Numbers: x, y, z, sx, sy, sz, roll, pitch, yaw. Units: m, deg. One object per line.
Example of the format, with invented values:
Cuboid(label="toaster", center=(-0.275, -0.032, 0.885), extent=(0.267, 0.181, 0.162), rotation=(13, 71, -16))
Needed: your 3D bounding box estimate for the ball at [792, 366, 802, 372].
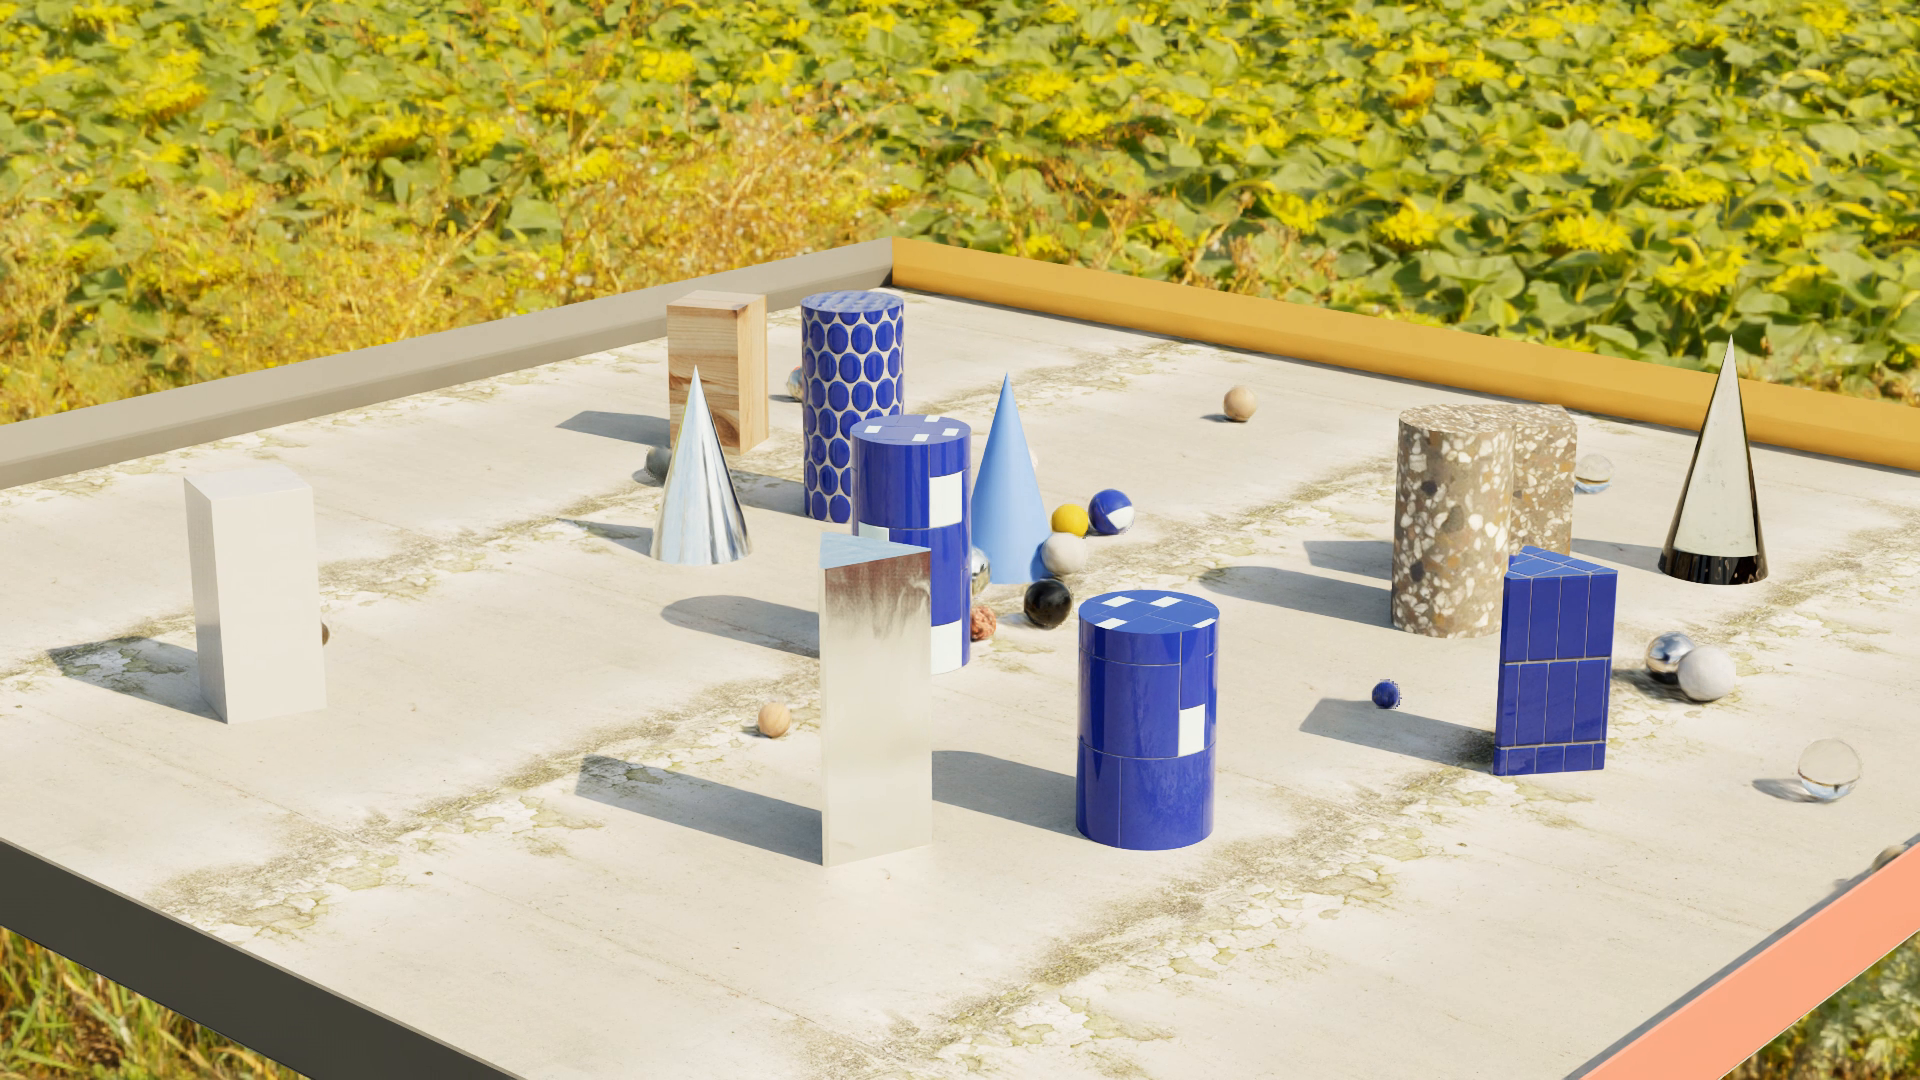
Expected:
Cuboid(label="ball", center=(-0.360, -0.369, 6.598), extent=(0.043, 0.043, 0.043), rotation=(0, 17, 0))

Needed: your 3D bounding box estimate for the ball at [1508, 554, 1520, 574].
Cuboid(label="ball", center=(0.948, 0.070, 5.057), extent=(0.091, 0.091, 0.091), rotation=(0, 17, 0))

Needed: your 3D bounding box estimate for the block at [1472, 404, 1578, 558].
Cuboid(label="block", center=(0.982, -0.069, 5.144), extent=(0.156, 0.308, 0.156), rotation=(0, 17, 1))

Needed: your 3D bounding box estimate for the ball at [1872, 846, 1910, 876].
Cuboid(label="ball", center=(1.241, 0.439, 3.876), extent=(0.068, 0.068, 0.068), rotation=(0, 17, 0))

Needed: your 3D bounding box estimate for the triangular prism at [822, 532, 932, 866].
Cuboid(label="triangular prism", center=(-0.148, 0.210, 4.017), extent=(0.169, 0.424, 0.146), rotation=(-10, 19, -30))

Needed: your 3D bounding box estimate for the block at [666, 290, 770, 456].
Cuboid(label="block", center=(-0.500, -0.347, 6.069), extent=(0.156, 0.306, 0.156), rotation=(6, 18, 18))

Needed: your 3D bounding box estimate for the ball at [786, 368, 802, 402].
Cuboid(label="ball", center=(-0.343, -0.342, 6.451), extent=(0.076, 0.076, 0.076), rotation=(0, 17, 0))

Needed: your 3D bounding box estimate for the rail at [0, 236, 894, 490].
Cuboid(label="rail", center=(-1.390, -0.317, 6.275), extent=(0.045, 0.126, 3.751), rotation=(14, 22, 39))

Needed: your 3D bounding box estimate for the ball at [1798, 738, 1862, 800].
Cuboid(label="ball", center=(1.247, 0.328, 4.207), extent=(0.088, 0.088, 0.088), rotation=(0, 17, 0))

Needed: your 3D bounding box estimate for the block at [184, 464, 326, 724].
Cuboid(label="block", center=(-1.095, 0.082, 4.556), extent=(0.156, 0.358, 0.156), rotation=(-9, 19, -28))

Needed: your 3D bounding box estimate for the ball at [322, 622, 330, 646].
Cuboid(label="ball", center=(-1.067, 0.156, 4.845), extent=(0.049, 0.049, 0.049), rotation=(0, 17, 0))

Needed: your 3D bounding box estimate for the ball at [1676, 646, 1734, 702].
Cuboid(label="ball", center=(1.169, 0.210, 4.599), extent=(0.088, 0.088, 0.088), rotation=(0, 17, 0))

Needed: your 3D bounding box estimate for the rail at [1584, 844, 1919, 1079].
Cuboid(label="rail", center=(1.390, 0.380, 3.965), extent=(0.045, 0.126, 3.751), rotation=(14, 22, 39))

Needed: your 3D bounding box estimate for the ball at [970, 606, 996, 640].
Cuboid(label="ball", center=(0.033, 0.139, 4.890), extent=(0.056, 0.056, 0.056), rotation=(0, 17, 0))

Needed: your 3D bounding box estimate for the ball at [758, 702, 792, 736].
Cuboid(label="ball", center=(-0.282, 0.272, 4.455), extent=(0.052, 0.052, 0.052), rotation=(0, 17, 0))

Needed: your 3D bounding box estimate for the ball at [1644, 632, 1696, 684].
Cuboid(label="ball", center=(1.135, 0.189, 4.675), extent=(0.085, 0.085, 0.085), rotation=(0, 17, 0))

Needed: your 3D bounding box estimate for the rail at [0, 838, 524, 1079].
Cuboid(label="rail", center=(-1.214, 0.436, 3.781), extent=(3.728, 0.126, 0.045), rotation=(14, 22, 39))

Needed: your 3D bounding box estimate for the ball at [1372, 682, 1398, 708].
Cuboid(label="ball", center=(0.664, 0.241, 4.574), extent=(0.042, 0.042, 0.042), rotation=(0, 17, 0))

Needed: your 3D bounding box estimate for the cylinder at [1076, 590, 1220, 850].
Cuboid(label="cylinder", center=(0.260, 0.249, 4.078), extent=(0.195, 0.315, 0.195), rotation=(0, 17, 0))

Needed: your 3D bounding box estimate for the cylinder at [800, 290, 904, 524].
Cuboid(label="cylinder", center=(-0.203, -0.254, 5.581), extent=(0.195, 0.409, 0.195), rotation=(0, 17, 0))

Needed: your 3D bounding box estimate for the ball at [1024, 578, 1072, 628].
Cuboid(label="ball", center=(0.148, 0.106, 4.951), extent=(0.083, 0.083, 0.083), rotation=(0, 17, 0))

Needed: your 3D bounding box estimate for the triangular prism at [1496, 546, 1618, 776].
Cuboid(label="triangular prism", center=(0.856, 0.175, 4.340), extent=(0.169, 0.305, 0.146), rotation=(-3, 17, -9))

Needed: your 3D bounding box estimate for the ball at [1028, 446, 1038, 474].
Cuboid(label="ball", center=(0.117, -0.152, 5.821), extent=(0.077, 0.077, 0.077), rotation=(0, 17, 0))

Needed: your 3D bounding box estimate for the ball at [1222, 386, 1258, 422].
Cuboid(label="ball", center=(0.600, -0.291, 6.284), extent=(0.074, 0.074, 0.074), rotation=(0, 17, 0))

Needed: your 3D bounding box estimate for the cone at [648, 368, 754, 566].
Cuboid(label="cone", center=(-0.476, -0.149, 5.336), extent=(0.195, 0.350, 0.195), rotation=(0, 17, 0))

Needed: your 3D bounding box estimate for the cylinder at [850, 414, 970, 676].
Cuboid(label="cylinder", center=(-0.079, 0.008, 4.754), extent=(0.195, 0.386, 0.195), rotation=(0, 17, 0))

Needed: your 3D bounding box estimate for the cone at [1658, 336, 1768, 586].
Cuboid(label="cone", center=(1.355, -0.155, 5.213), extent=(0.195, 0.433, 0.195), rotation=(0, 17, 0))

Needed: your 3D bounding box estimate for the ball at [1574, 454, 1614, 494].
Cuboid(label="ball", center=(1.242, -0.130, 5.746), extent=(0.077, 0.077, 0.077), rotation=(0, 17, 0))

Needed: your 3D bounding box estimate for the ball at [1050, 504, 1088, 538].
Cuboid(label="ball", center=(0.204, -0.033, 5.434), extent=(0.071, 0.071, 0.071), rotation=(0, 17, 0))

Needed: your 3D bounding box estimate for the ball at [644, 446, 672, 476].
Cuboid(label="ball", center=(-0.600, -0.158, 5.865), extent=(0.061, 0.061, 0.061), rotation=(0, 17, 0))

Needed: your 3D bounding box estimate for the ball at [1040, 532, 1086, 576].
Cuboid(label="ball", center=(0.182, 0.025, 5.193), extent=(0.078, 0.078, 0.078), rotation=(0, 17, 0))

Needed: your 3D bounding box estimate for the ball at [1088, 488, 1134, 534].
Cuboid(label="ball", center=(0.281, -0.053, 5.476), extent=(0.086, 0.086, 0.086), rotation=(0, 17, 0))

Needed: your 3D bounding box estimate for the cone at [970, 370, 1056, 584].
Cuboid(label="cone", center=(0.083, -0.125, 5.228), extent=(0.195, 0.365, 0.195), rotation=(0, 17, 0))

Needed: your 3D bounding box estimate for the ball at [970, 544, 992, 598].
Cuboid(label="ball", center=(0.006, 0.054, 5.100), extent=(0.097, 0.097, 0.097), rotation=(0, 17, 0))

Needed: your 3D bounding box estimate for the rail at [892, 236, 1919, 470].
Cuboid(label="rail", center=(1.214, -0.372, 6.459), extent=(3.728, 0.126, 0.045), rotation=(14, 22, 39))

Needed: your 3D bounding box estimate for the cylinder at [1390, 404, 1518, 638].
Cuboid(label="cylinder", center=(0.830, -0.033, 4.942), extent=(0.195, 0.355, 0.195), rotation=(0, 17, 0))
